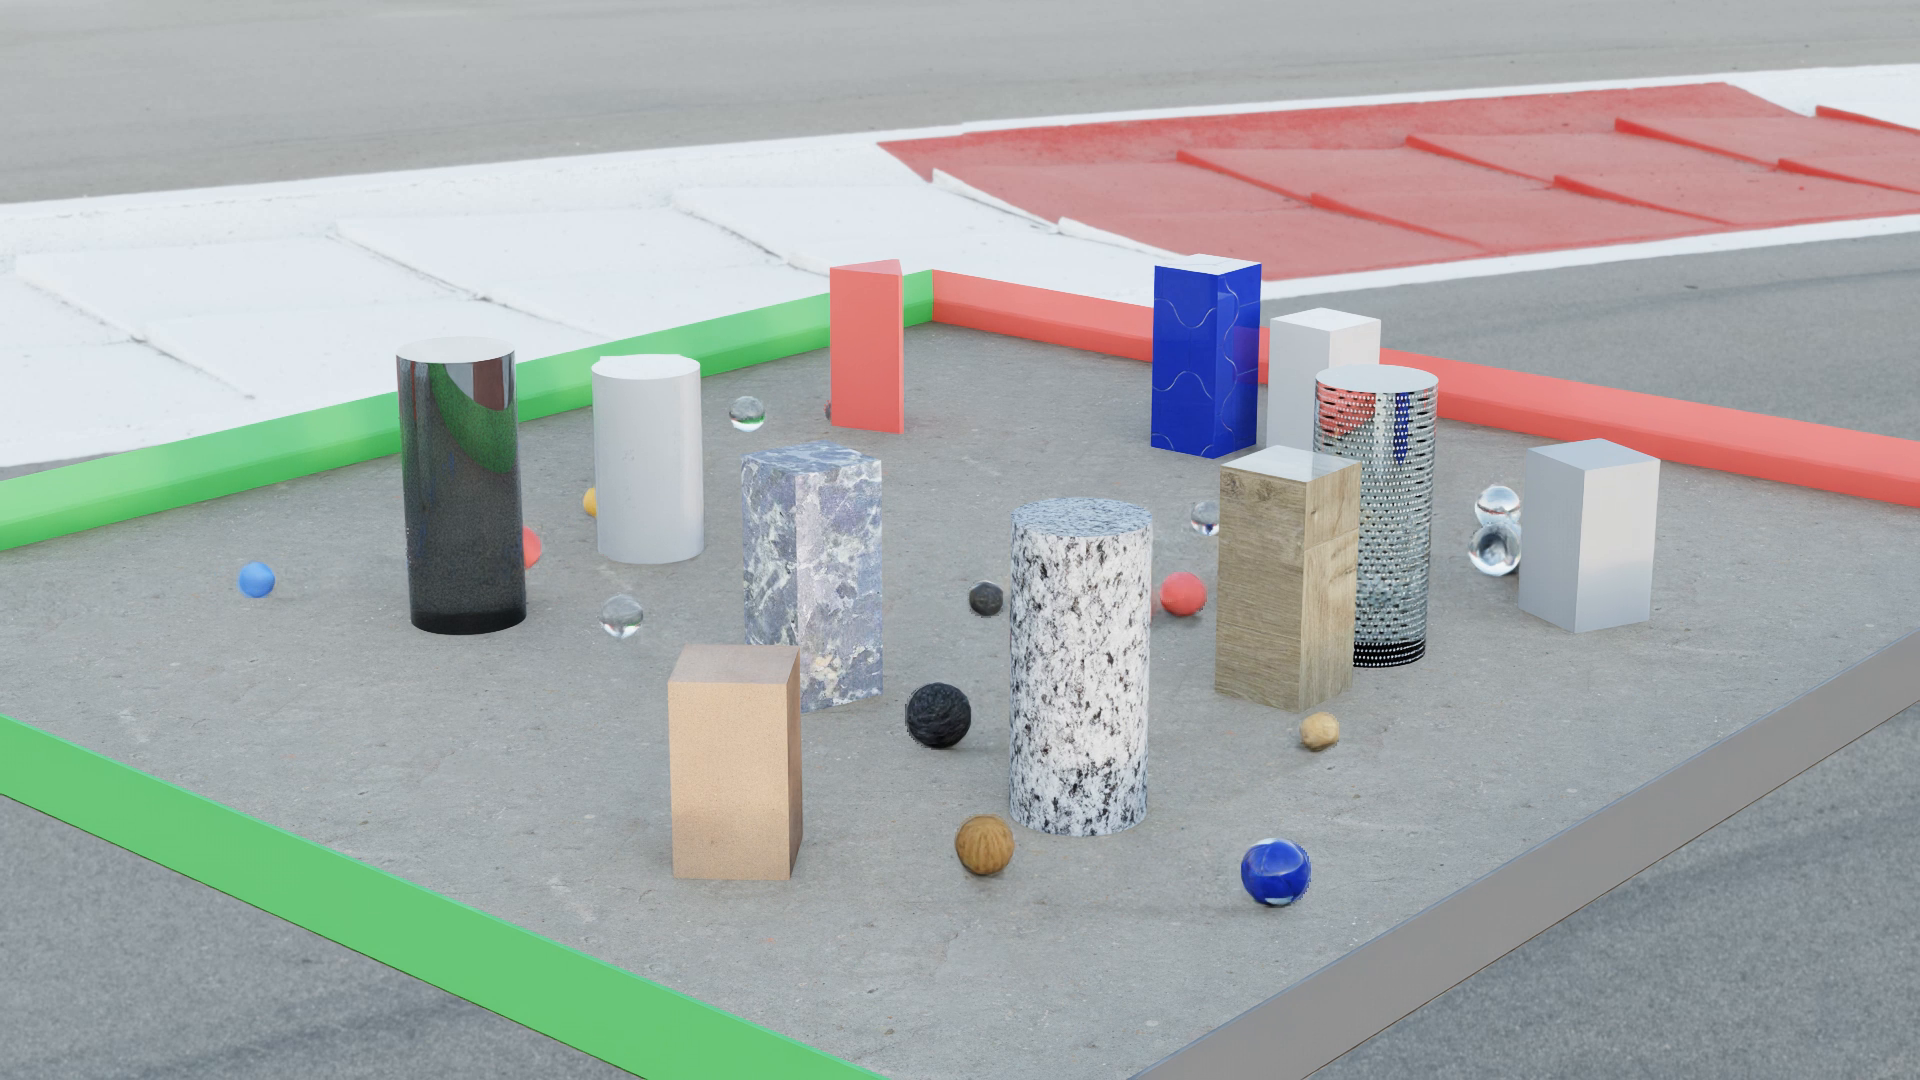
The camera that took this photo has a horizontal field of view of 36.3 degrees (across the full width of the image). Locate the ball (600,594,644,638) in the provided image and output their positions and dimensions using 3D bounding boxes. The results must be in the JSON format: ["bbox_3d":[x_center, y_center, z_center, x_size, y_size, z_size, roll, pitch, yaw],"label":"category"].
[{"bbox_3d":[-0.566,0.127,4.904,0.072,0.072,0.072,0,17,0],"label":"ball"}]

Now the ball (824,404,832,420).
[{"bbox_3d":[-0.271,-0.275,6.293,0.041,0.041,0.041,0,17,0],"label":"ball"}]

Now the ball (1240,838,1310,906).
[{"bbox_3d":[0.413,0.436,3.850,0.089,0.089,0.089,0,17,0],"label":"ball"}]

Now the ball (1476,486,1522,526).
[{"bbox_3d":[1.010,-0.059,5.499,0.086,0.086,0.086,0,17,0],"label":"ball"}]

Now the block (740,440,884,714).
[{"bbox_3d":[-0.232,0.056,4.602,0.157,0.383,0.157,-12,20,-34],"label":"block"}]

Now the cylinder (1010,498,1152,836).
[{"bbox_3d":[0.168,0.176,4.113,0.196,0.435,0.196,0,17,0],"label":"cylinder"}]

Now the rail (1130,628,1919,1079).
[{"bbox_3d":[1.116,0.312,4.192,0.045,0.128,3.248,14,22,39],"label":"rail"}]

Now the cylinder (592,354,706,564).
[{"bbox_3d":[-0.568,-0.149,5.349,0.196,0.344,0.196,0,17,0],"label":"cylinder"}]

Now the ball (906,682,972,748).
[{"bbox_3d":[-0.031,0.264,4.406,0.098,0.098,0.098,0,17,0],"label":"ball"}]

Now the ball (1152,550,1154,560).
[{"bbox_3d":[0.312,0.027,5.243,0.069,0.069,0.069,0,17,0],"label":"ball"}]

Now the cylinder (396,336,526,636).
[{"bbox_3d":[-0.840,-0.093,4.947,0.196,0.468,0.196,0,17,0],"label":"cylinder"}]

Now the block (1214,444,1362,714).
[{"bbox_3d":[0.514,0.059,4.606,0.157,0.373,0.157,13,21,37],"label":"block"}]

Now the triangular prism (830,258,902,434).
[{"bbox_3d":[-0.167,-0.418,6.246,0.170,0.341,0.147,8,19,25],"label":"triangular prism"}]

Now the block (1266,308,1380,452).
[{"bbox_3d":[0.737,-0.304,5.949,0.157,0.294,0.157,-15,22,-41],"label":"block"}]

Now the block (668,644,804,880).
[{"bbox_3d":[-0.302,0.299,3.974,0.157,0.279,0.157,1,17,3],"label":"block"}]

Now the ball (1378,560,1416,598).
[{"bbox_3d":[0.761,0.068,5.113,0.065,0.065,0.065,0,17,0],"label":"ball"}]

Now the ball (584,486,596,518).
[{"bbox_3d":[-0.687,-0.072,5.586,0.061,0.061,0.061,0,17,0],"label":"ball"}]

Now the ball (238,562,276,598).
[{"bbox_3d":[-1.226,0.069,5.113,0.062,0.062,0.062,0,17,0],"label":"ball"}]

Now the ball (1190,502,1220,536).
[{"bbox_3d":[0.463,-0.040,5.474,0.064,0.064,0.064,0,17,0],"label":"ball"}]

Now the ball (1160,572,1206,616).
[{"bbox_3d":[0.380,0.092,5.010,0.078,0.078,0.078,0,17,0],"label":"ball"}]

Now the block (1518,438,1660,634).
[{"bbox_3d":[1.068,-0.009,4.989,0.157,0.284,0.157,-8,19,-25],"label":"block"}]

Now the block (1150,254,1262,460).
[{"bbox_3d":[0.507,-0.381,6.050,0.157,0.383,0.157,13,21,37],"label":"block"}]

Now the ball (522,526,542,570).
[{"bbox_3d":[-0.773,0.014,5.132,0.080,0.080,0.080,0,17,0],"label":"ball"}]

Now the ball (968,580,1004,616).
[{"bbox_3d":[0.045,0.100,5.013,0.061,0.061,0.061,0,17,0],"label":"ball"}]

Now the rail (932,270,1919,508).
[{"bbox_3d":[1.049,-0.317,6.277,3.004,0.128,0.045,14,22,39],"label":"rail"}]

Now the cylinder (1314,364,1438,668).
[{"bbox_3d":[0.672,-0.041,4.789,0.196,0.460,0.196,0,17,0],"label":"cylinder"}]

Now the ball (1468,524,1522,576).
[{"bbox_3d":[0.926,0.017,5.070,0.090,0.090,0.090,0,17,0],"label":"ball"}]

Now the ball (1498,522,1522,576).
[{"bbox_3d":[0.974,0.015,5.235,0.096,0.096,0.096,0,17,0],"label":"ball"}]

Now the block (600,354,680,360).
[{"bbox_3d":[-0.622,-0.222,5.752,0.157,0.251,0.157,-2,17,-7],"label":"block"}]

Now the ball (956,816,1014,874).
[{"bbox_3d":[0.034,0.411,3.950,0.080,0.080,0.080,0,17,0],"label":"ball"}]

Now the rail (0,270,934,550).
[{"bbox_3d":[-1.116,-0.248,6.048,0.045,0.128,3.248,14,22,39],"label":"rail"}]

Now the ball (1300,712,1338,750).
[{"bbox_3d":[0.539,0.288,4.399,0.057,0.057,0.057,0,17,0],"label":"ball"}]

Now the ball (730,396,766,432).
[{"bbox_3d":[-0.450,-0.267,6.203,0.076,0.076,0.076,0,17,0],"label":"ball"}]

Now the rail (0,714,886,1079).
[{"bbox_3d":[-1.049,0.381,3.963,3.004,0.128,0.045,14,22,39],"label":"rail"}]
